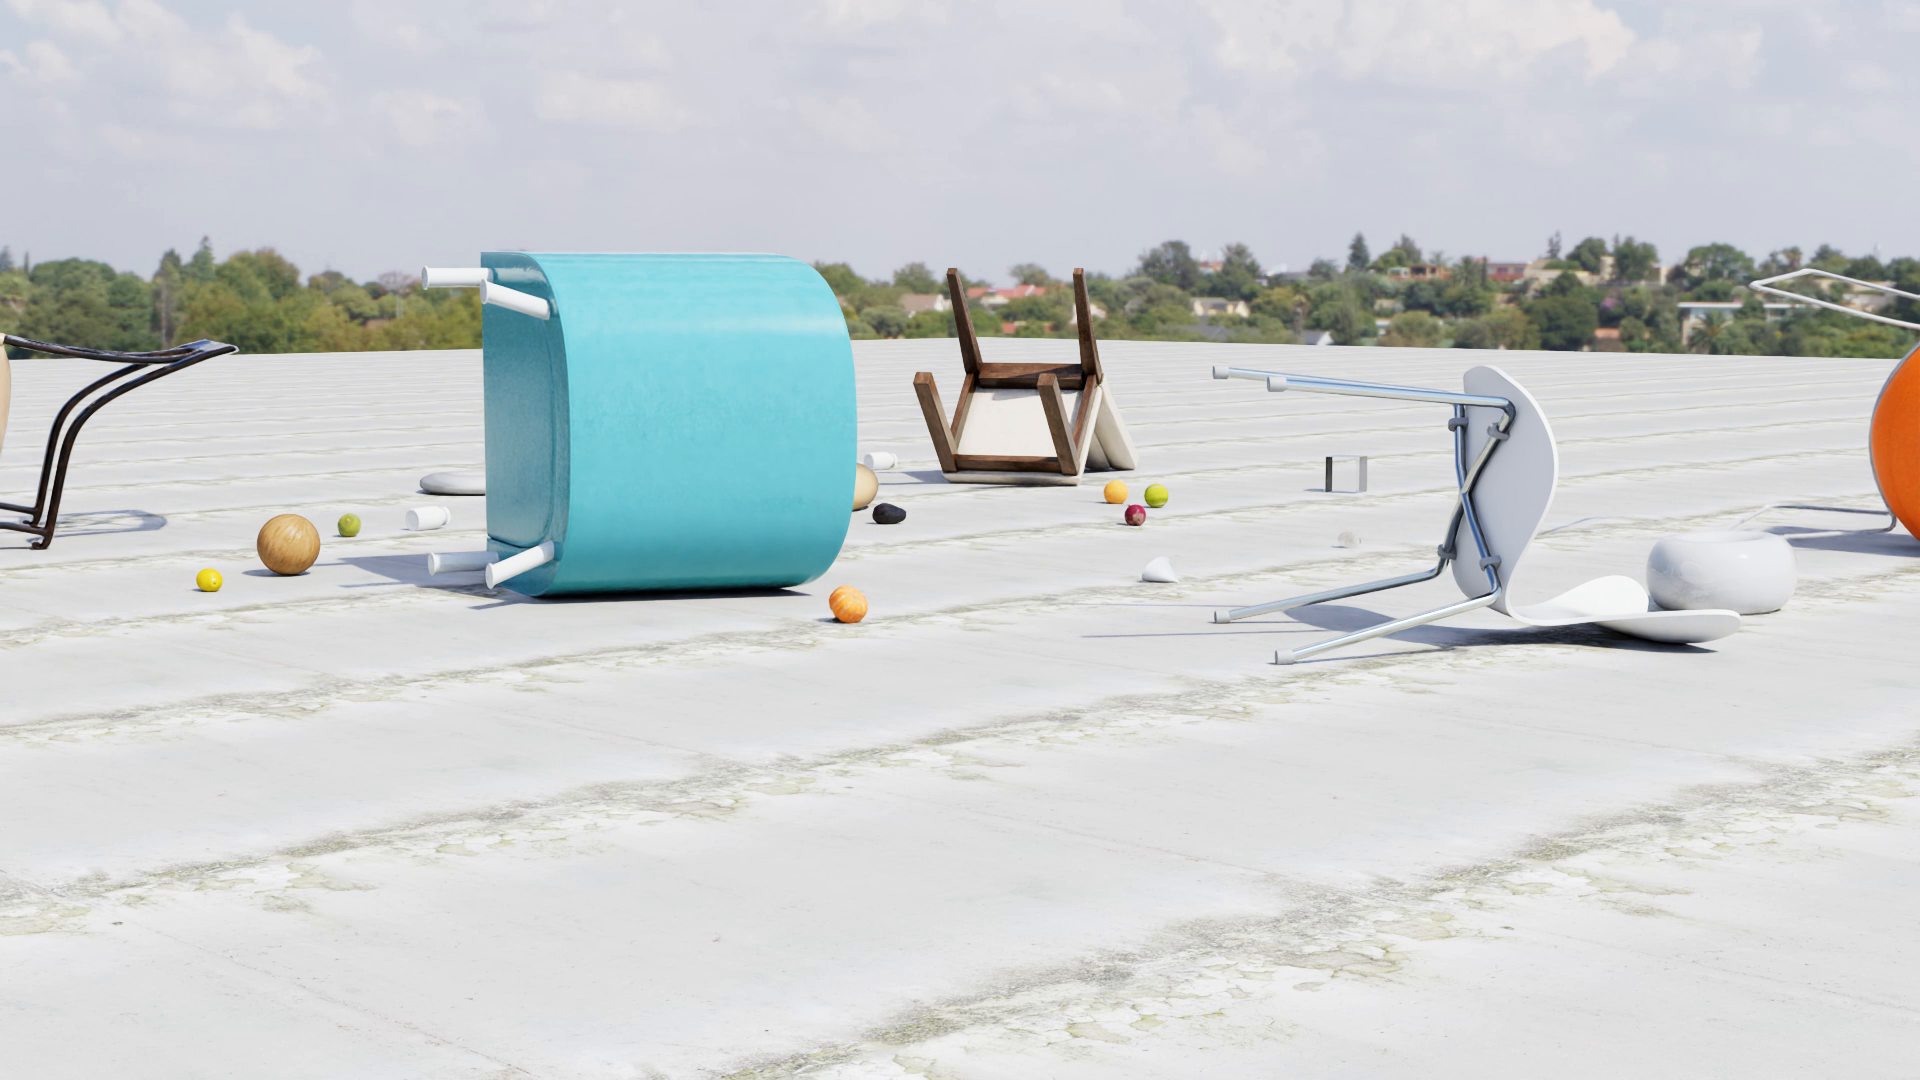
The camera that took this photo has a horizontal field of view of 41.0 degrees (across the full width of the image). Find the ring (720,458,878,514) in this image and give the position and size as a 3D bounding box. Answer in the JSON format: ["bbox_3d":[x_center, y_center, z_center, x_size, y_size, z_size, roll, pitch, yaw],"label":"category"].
[{"bbox_3d":[-0.455,-0.153,7.272,0.443,0.129,0.514,2,7,15],"label":"ring"}]

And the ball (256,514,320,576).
[{"bbox_3d":[-1.478,0.010,5.650,0.136,0.136,0.136,0,6,0],"label":"ball"}]

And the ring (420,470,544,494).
[{"bbox_3d":[-1.464,-0.177,7.848,0.373,0.059,0.378,1,6,17],"label":"ring"}]

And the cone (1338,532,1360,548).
[{"bbox_3d":[0.944,0.008,6.243,0.057,0.046,0.035,5,-28,-4],"label":"cone"}]

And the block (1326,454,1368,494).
[{"bbox_3d":[1.179,-0.201,7.827,0.097,0.110,0.101,3,7,28],"label":"block"}]

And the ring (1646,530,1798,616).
[{"bbox_3d":[1.511,0.065,5.090,0.316,0.146,0.282,-7,8,-43],"label":"ring"}]
